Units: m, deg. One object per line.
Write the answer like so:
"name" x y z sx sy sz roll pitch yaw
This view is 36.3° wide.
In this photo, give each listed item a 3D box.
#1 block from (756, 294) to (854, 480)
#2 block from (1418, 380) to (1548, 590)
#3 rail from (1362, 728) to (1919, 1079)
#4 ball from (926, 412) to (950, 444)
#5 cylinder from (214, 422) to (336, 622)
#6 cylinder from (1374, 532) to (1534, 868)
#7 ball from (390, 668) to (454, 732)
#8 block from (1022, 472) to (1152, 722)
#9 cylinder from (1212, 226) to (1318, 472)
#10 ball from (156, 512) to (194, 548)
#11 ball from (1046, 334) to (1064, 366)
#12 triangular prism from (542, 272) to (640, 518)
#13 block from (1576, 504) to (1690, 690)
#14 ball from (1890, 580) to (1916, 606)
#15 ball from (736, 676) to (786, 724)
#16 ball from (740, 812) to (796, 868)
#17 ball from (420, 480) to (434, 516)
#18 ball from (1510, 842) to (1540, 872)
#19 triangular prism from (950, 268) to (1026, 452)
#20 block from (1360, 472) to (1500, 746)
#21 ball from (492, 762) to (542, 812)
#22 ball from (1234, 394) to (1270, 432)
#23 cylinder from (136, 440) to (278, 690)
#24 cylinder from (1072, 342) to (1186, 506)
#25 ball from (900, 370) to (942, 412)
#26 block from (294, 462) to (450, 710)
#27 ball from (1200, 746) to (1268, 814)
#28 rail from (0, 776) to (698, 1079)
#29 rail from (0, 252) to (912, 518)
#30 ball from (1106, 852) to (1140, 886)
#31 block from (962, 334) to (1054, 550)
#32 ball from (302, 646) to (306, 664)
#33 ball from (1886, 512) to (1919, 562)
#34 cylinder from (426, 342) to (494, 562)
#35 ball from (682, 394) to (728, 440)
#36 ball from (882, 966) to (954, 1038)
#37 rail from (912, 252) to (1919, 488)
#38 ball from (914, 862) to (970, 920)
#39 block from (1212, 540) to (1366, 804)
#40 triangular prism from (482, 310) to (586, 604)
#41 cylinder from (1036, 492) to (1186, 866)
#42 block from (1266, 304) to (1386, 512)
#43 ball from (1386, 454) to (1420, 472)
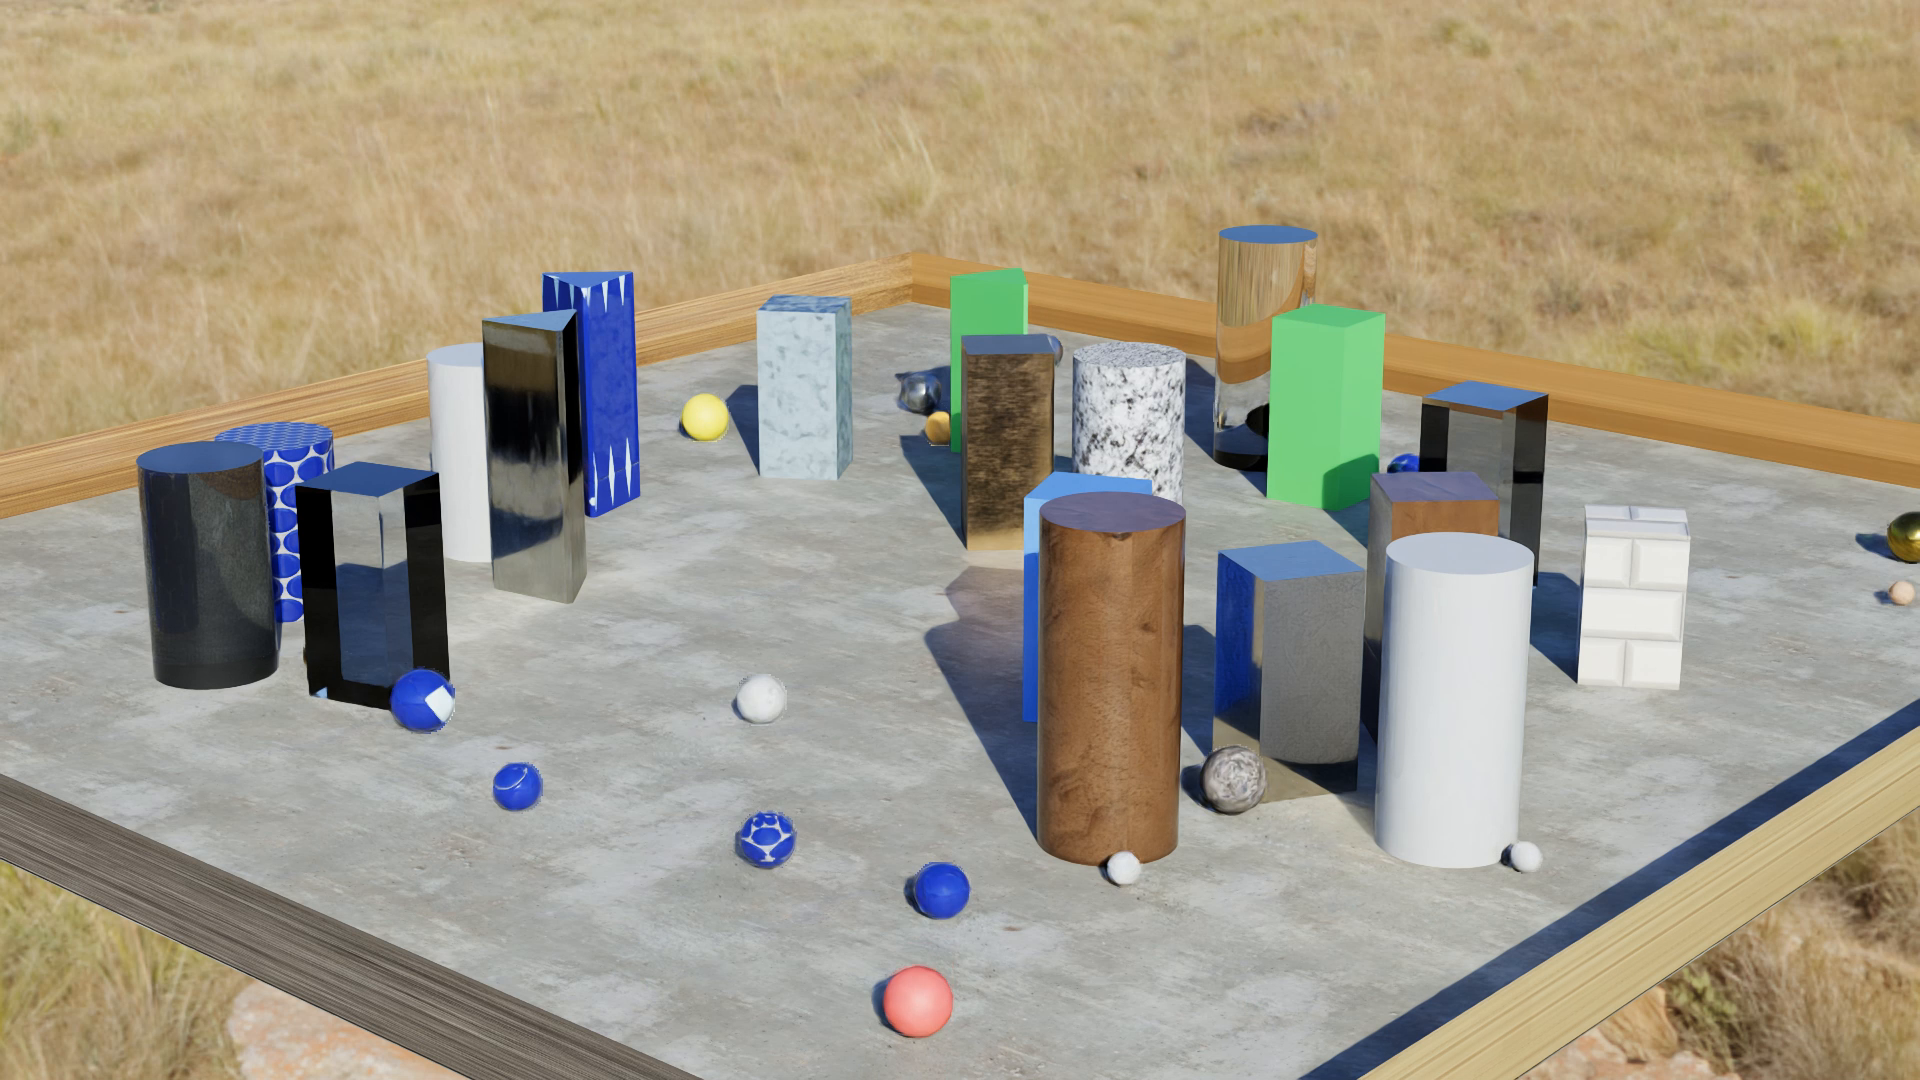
"block" -0.310 -0.307 5.883 0.158 0.340 0.158 3 17 9
"block" 0.908 -0.082 5.115 0.158 0.351 0.158 13 21 38
"rail" 1.256 0.347 4.076 0.045 0.128 3.509 14 22 39
"ball" -0.038 -0.233 6.086 0.069 0.069 0.069 0 17 0
"cylinder" -1.168 -0.032 5.036 0.197 0.302 0.197 0 17 0
"cylinder" 0.673 0.217 4.009 0.197 0.417 0.197 0 17 0
"ball" -0.821 0.244 4.475 0.096 0.096 0.096 0 17 0
"block" 0.197 0.093 4.522 0.158 0.358 0.158 5 18 17
"cylinder" 0.617 -0.389 5.934 0.197 0.466 0.197 0 17 0
"ball" -1.444 -0.017 5.394 0.067 0.067 0.067 0 17 0
"ball" 0.198 -0.434 6.754 0.080 0.080 0.080 0 17 0
"triangular prism" -0.688 -0.288 5.636 0.148 0.446 0.171 -11 20 -33
"block" 1.079 0.090 4.711 0.158 0.256 0.158 3 17 10
"ball" 1.630 0.092 5.073 0.043 0.043 0.043 0 17 0
"ball" -0.306 0.245 4.508 0.075 0.075 0.075 0 17 0
"ball" -0.260 0.406 3.971 0.077 0.077 0.077 0 17 0
"ball" -0.987 -0.081 5.585 0.079 0.079 0.079 0 17 0
"ball" 0.764 0.428 3.962 0.041 0.041 0.041 0 17 0
"triangular prism" 0.090 -0.367 6.037 0.171 0.366 0.148 8 19 26
"block" 0.704 0.108 4.411 0.158 0.393 0.158 -1 17 -4
"ball" -0.630 0.351 4.167 0.069 0.069 0.069 0 17 0
"ball" 0.620 -0.269 6.211 0.077 0.077 0.077 0 17 0
"cylinder" -1.206 0.039 4.704 0.197 0.357 0.197 0 17 0
"cylinder" 0.296 -0.129 5.177 0.197 0.406 0.197 0 17 0
"ball" -0.084 -0.322 6.363 0.091 0.091 0.091 0 17 0
"block" -0.924 0.070 4.620 0.158 0.346 0.158 8 18 25
"ball" 0.387 0.340 4.157 0.096 0.096 0.096 0 17 0
"rail" -1.135 0.409 3.869 3.374 0.128 0.045 14 22 39
"rail" -1.256 -0.283 6.164 0.045 0.128 3.509 14 22 39
"ball" 0.219 0.439 3.917 0.046 0.046 0.046 0 17 0
"block" 0.086 -0.181 5.414 0.158 0.369 0.158 -1 17 -4
"ball" -1.035 0.186 4.739 0.055 0.055 0.055 0 17 0
"ball" 1.727 -0.006 5.312 0.092 0.092 0.092 0 17 0
"cylinder" -0.866 -0.162 5.360 0.197 0.363 0.197 0 17 0
"ball" -0.533 -0.257 6.133 0.099 0.099 0.099 0 17 0
"ball" -0.050 0.549 3.485 0.084 0.084 0.084 0 17 0
"rail" 1.135 -0.345 6.371 3.374 0.128 0.045 14 22 39
"ball" -0.023 0.456 3.811 0.073 0.073 0.073 0 17 0
"block" 0.474 0.189 4.246 0.158 0.334 0.158 -6 18 -19
"triangular prism" -0.710 -0.152 5.119 0.171 0.484 0.148 10 20 30
"cylinder" 0.205 0.189 4.005 0.197 0.474 0.197 0 17 0
"block" 0.709 -0.259 5.688 0.158 0.361 0.158 12 21 35
"ball" 0.875 -0.127 5.731 0.083 0.083 0.083 0 17 0
